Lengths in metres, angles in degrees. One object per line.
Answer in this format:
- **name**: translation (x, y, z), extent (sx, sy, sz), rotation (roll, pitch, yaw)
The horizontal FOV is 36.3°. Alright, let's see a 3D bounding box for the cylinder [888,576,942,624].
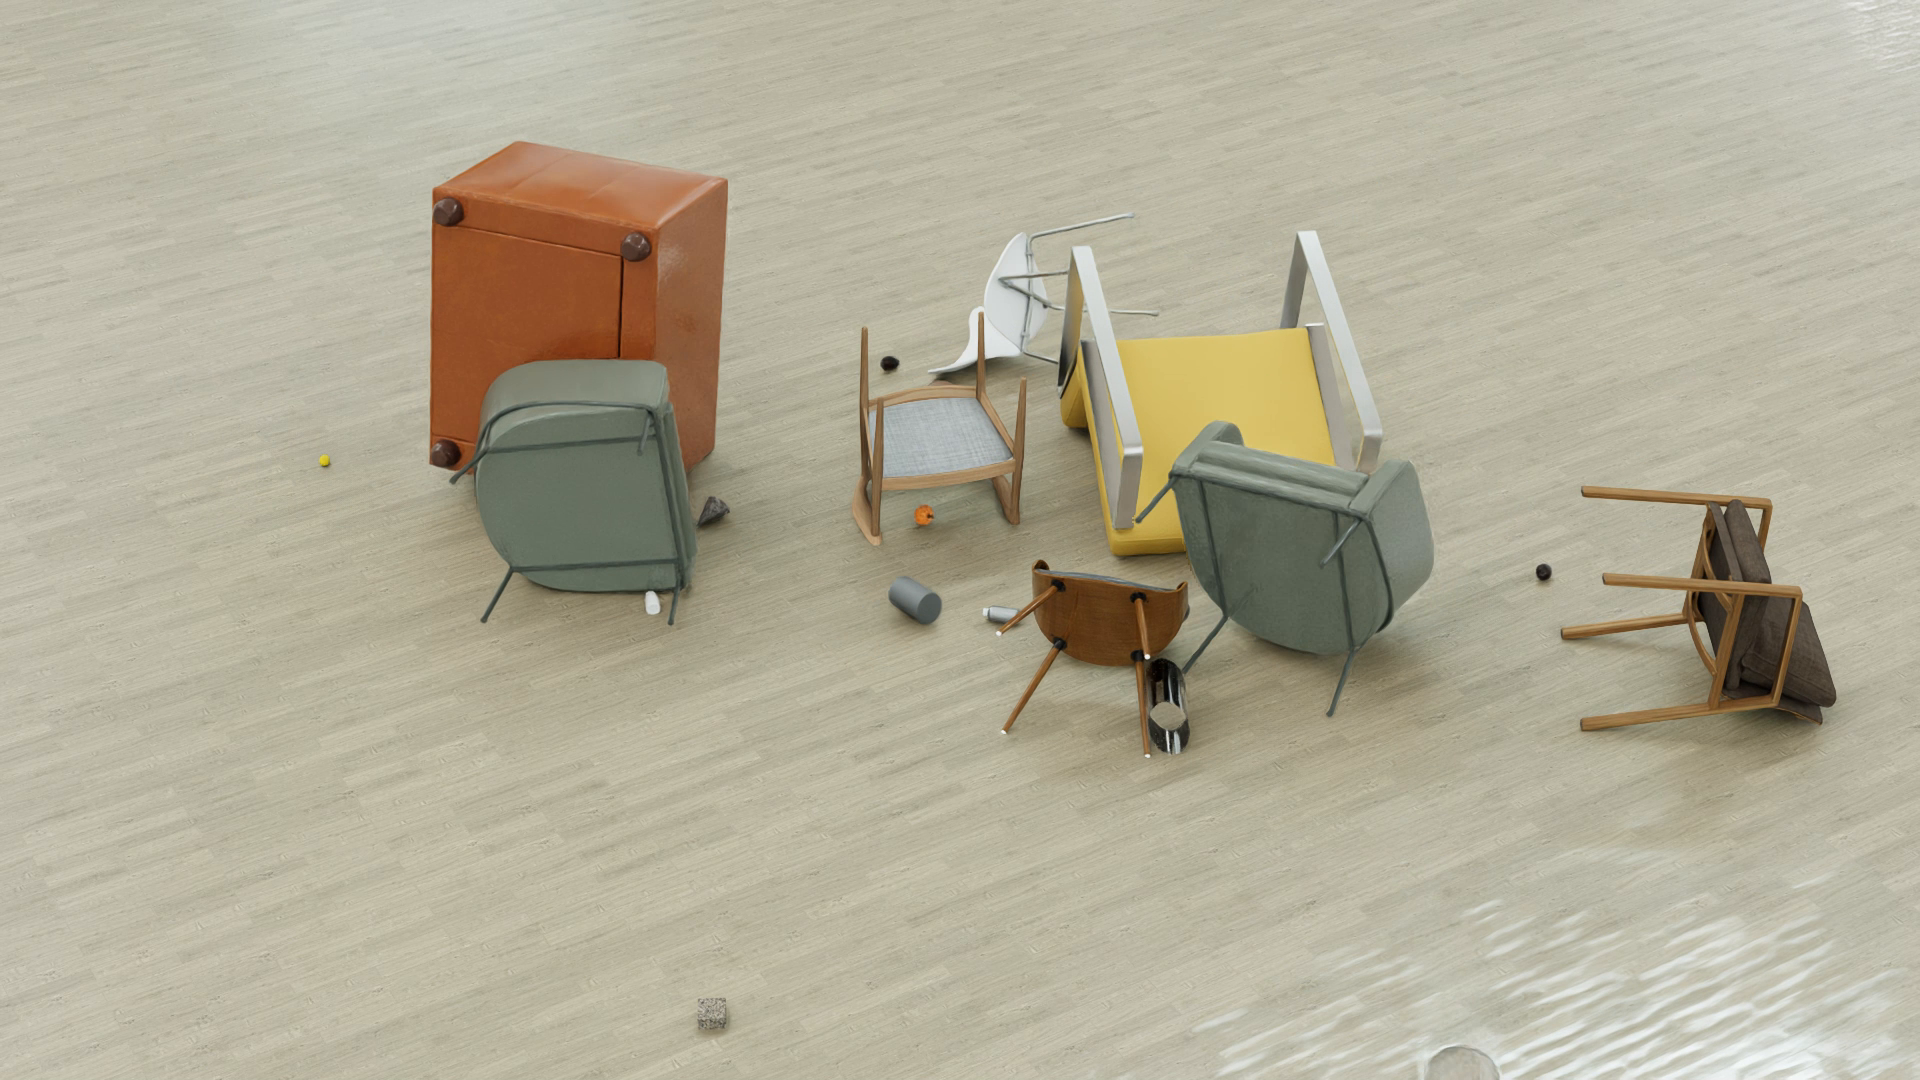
- **cylinder**: translation (-0.161, 0.215, 10.499), extent (0.152, 0.137, 0.114), rotation (31, 74, 38)

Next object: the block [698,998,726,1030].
- **block**: translation (-0.741, 1.415, 8.759), extent (0.083, 0.041, 0.091), rotation (-2, 33, -3)

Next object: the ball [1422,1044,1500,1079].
- **ball**: translation (1.434, 1.556, 8.378), extent (0.224, 0.224, 0.224), rotation (0, 33, 0)

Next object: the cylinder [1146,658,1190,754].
- **cylinder**: translation (0.699, 0.560, 9.895), extent (0.135, 0.223, 0.248), rotation (-10, 33, 8)

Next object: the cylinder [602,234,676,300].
- **cylinder**: translation (-1.379, -1.172, 12.579), extent (0.318, 0.157, 0.298), rotation (26, 41, 33)
